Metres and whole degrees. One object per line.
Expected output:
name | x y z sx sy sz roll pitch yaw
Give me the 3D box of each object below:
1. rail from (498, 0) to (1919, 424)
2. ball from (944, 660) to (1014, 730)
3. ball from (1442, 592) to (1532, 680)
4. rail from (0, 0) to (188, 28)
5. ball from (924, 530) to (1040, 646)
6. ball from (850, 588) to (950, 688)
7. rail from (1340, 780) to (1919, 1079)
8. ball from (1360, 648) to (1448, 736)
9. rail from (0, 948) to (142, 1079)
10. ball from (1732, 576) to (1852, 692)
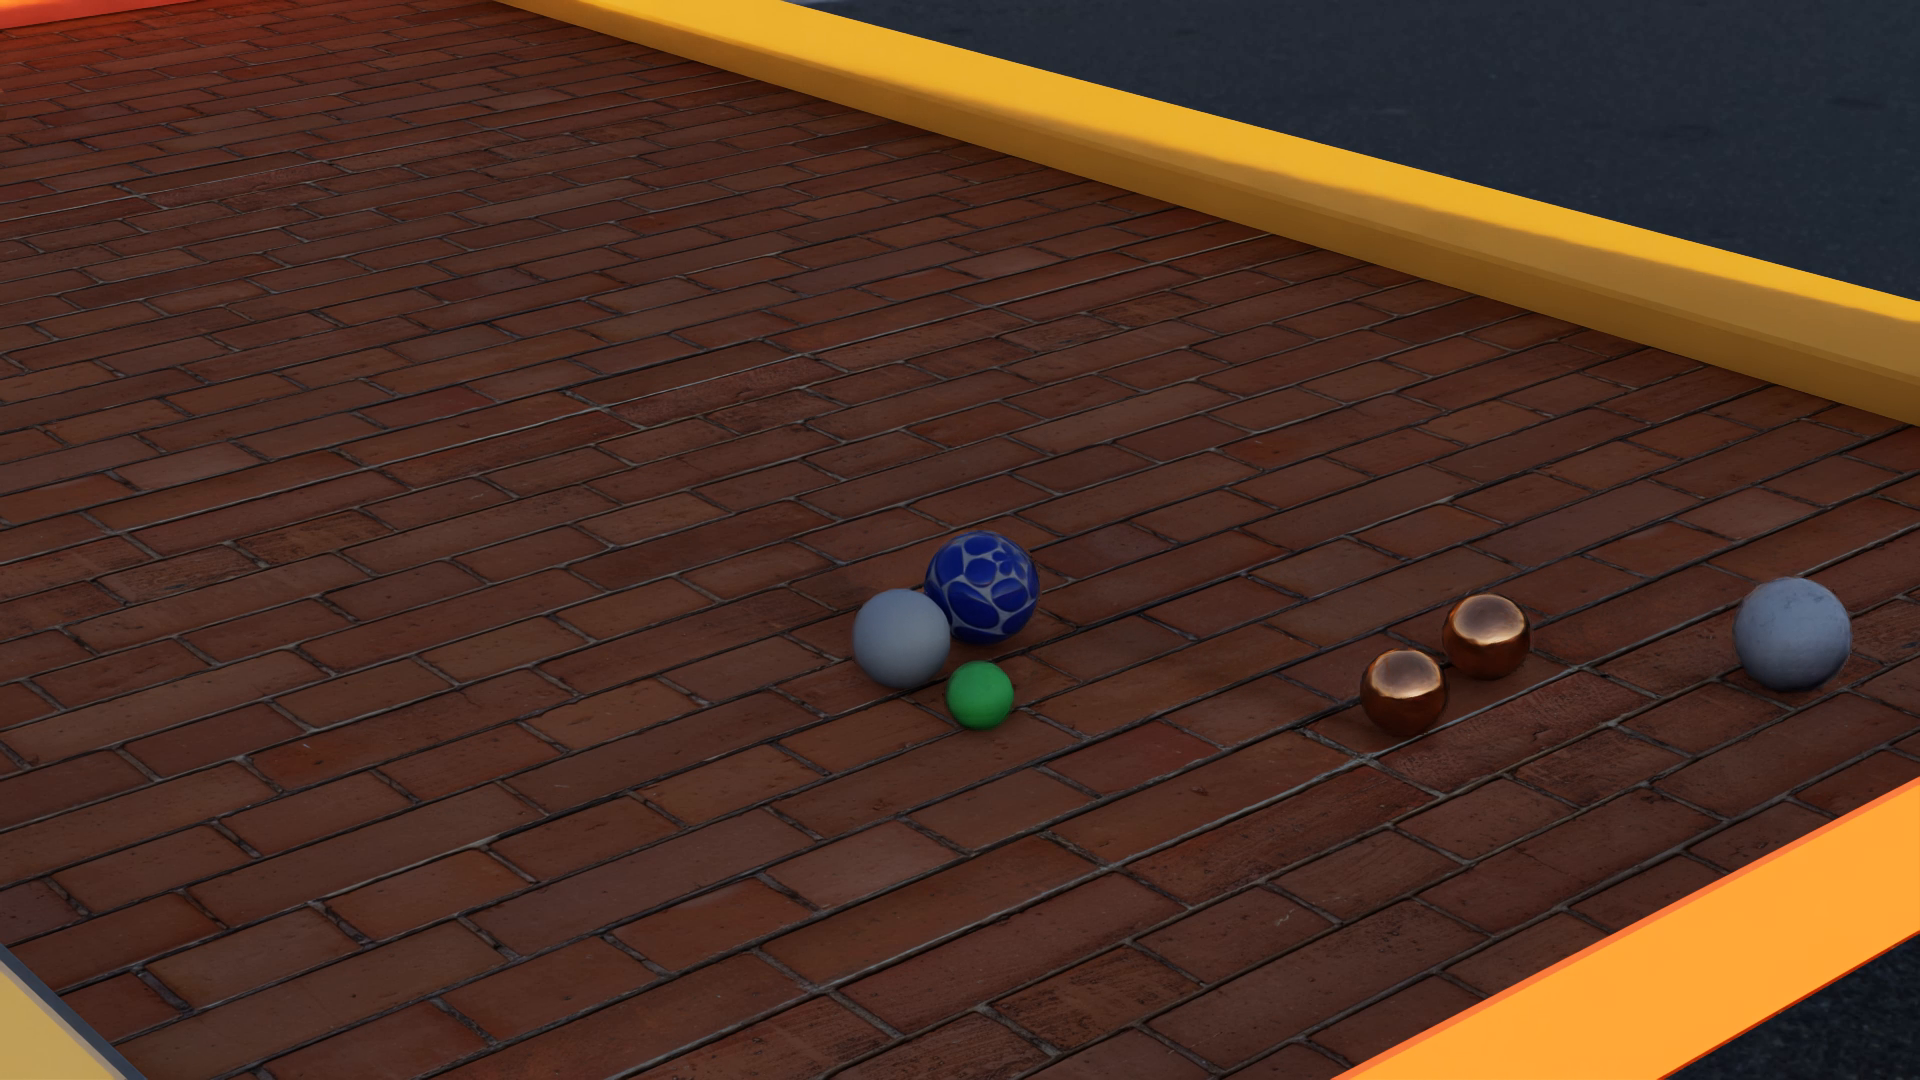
rail | 0.155 -0.493 3.590 0.045 0.119 3.405 -18 28 -37
ball | 0.014 0.115 2.194 0.051 0.051 0.051 0 22 0
ball | 0.407 0.075 2.272 0.069 0.069 0.069 0 22 0
rail | -1.633 -0.752 4.225 1.893 0.119 0.045 -18 28 -37
ball | 0.017 0.038 2.331 0.091 0.091 0.091 0 22 0
ball | -0.046 0.075 2.259 0.077 0.077 0.077 0 22 0
rail | 0.534 0.218 1.852 1.893 0.119 0.045 -18 28 -37
ball | 0.329 0.112 2.184 0.065 0.065 0.065 0 22 0
rail | -1.254 -0.041 2.487 0.045 0.119 3.405 -18 28 -37
ball | 0.637 0.072 2.252 0.088 0.088 0.088 0 22 0
